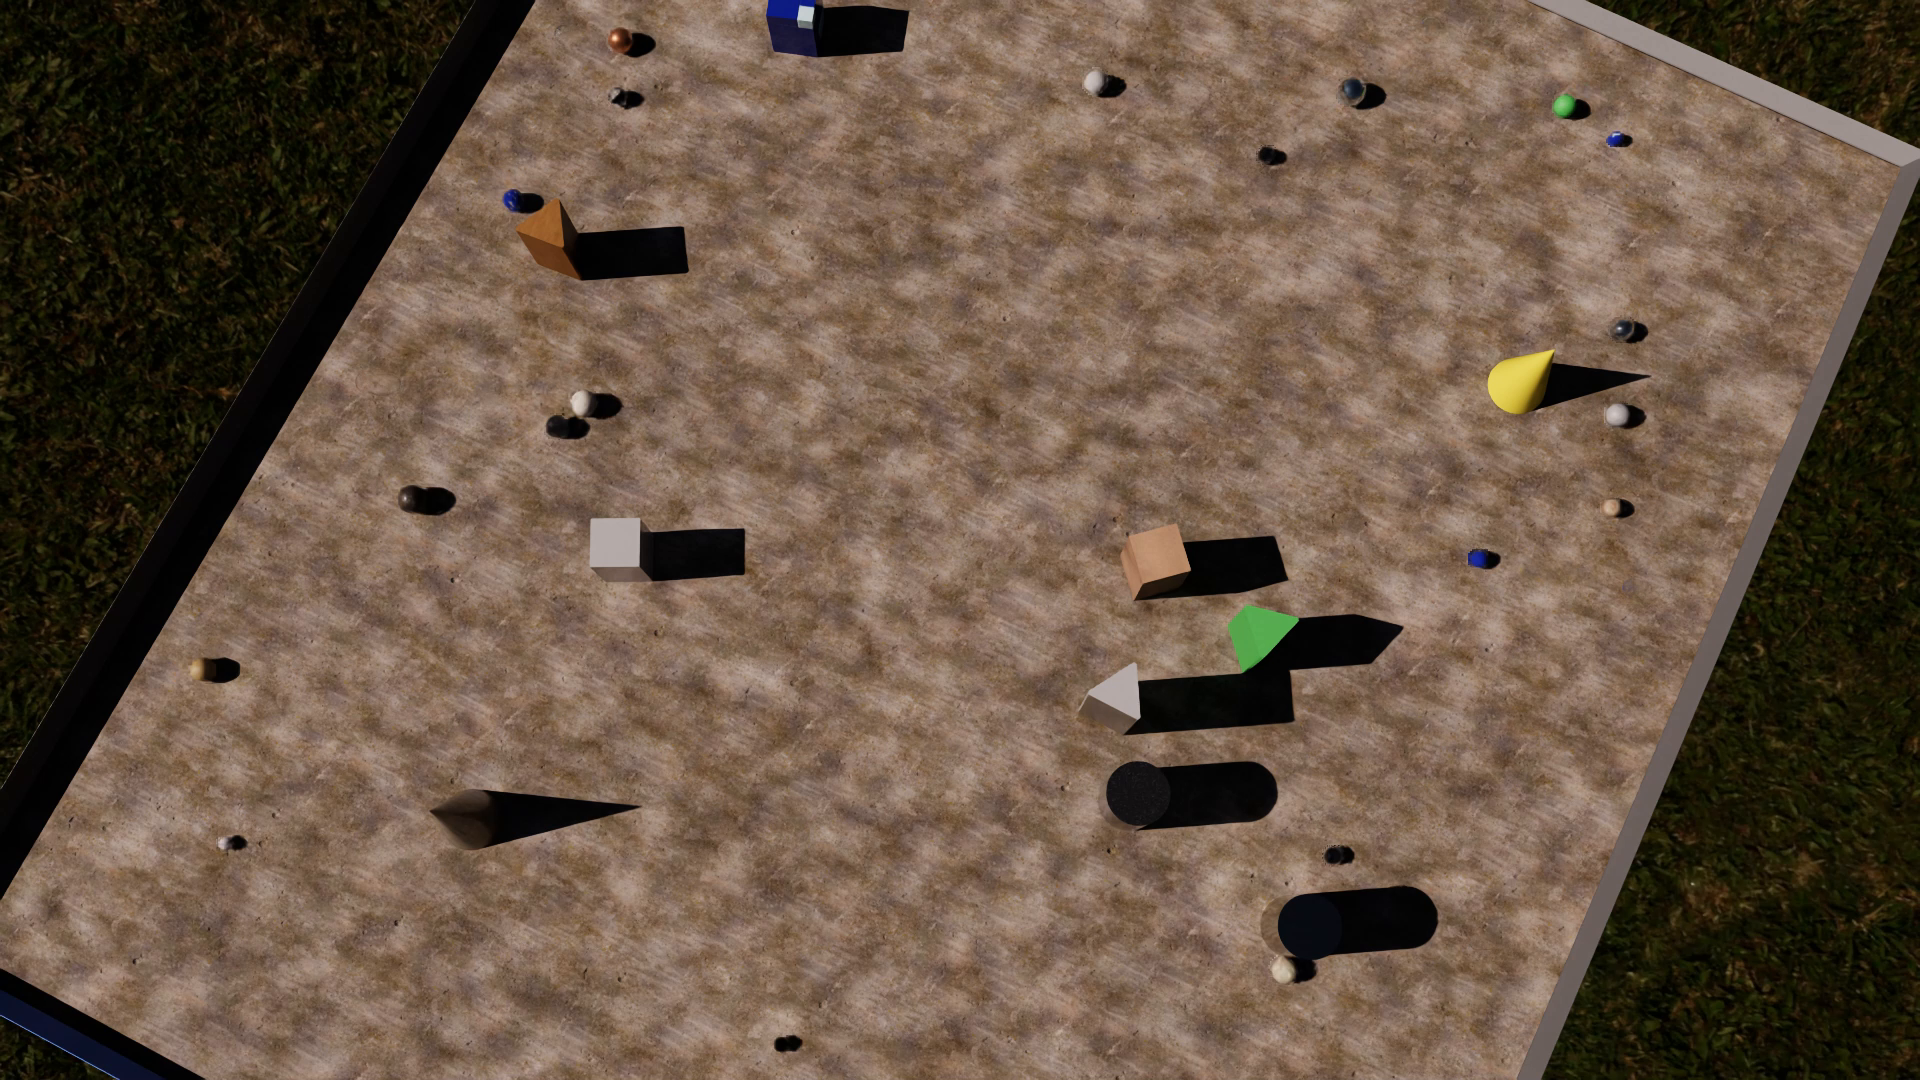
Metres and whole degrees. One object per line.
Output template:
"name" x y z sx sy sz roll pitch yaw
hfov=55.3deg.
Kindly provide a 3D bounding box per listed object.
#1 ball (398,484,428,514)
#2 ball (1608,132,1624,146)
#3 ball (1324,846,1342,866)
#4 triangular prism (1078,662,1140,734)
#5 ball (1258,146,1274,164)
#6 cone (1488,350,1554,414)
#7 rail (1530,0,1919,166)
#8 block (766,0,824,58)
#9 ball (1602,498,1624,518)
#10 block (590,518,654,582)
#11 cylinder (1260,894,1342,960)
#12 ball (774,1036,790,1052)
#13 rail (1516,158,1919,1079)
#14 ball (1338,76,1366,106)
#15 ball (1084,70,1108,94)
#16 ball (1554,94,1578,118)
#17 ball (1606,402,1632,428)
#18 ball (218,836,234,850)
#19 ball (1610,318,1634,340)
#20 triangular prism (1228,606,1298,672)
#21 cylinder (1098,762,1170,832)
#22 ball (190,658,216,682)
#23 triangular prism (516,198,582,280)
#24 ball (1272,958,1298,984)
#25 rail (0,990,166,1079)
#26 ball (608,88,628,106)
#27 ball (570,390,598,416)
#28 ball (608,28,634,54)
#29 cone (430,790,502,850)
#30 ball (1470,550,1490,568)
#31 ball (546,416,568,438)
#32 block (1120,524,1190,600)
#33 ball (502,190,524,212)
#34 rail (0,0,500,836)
"ball" -1.670 -0.124 5.596 0.091 0.091 0.091 0 78 0
"ball" 2.098 -1.284 5.858 0.046 0.046 0.046 0 78 0
"ball" 1.099 0.930 5.397 0.054 0.054 0.054 0 78 0
"triangular prism" 0.456 0.445 5.297 0.157 0.446 0.136 27 80 5
"ball" 0.977 -1.228 5.843 0.053 0.053 0.053 0 78 0
"cone" 1.737 -0.519 5.531 0.181 0.376 0.181 0 78 0
"rail" 1.091 -2.130 5.995 4.339 0.118 0.045 26 80 5
"block" -0.522 -1.669 5.837 0.145 0.243 0.145 8 78 2
"ball" 1.997 -0.099 5.606 0.059 0.059 0.059 0 78 0
"block" -1.010 0.032 5.484 0.145 0.246 0.145 -1 78 0
"cylinder" 0.972 1.104 5.234 0.181 0.301 0.181 0 78 0
"ball" -0.515 1.457 5.292 0.045 0.045 0.045 0 78 0
"rail" 1.919 0.946 5.360 0.045 0.118 4.926 26 80 5
"ball" 1.256 -1.437 5.867 0.090 0.090 0.090 0 78 0
"ball" 0.438 -1.469 5.881 0.076 0.076 0.076 0 78 0
"ball" 1.939 -1.390 5.866 0.072 0.072 0.072 0 78 0
"ball" 2.033 -0.386 5.658 0.074 0.074 0.074 0 78 0
"ball" -2.166 0.896 5.410 0.042 0.042 0.042 0 78 0
"ball" 2.067 -0.657 5.716 0.070 0.070 0.070 0 78 0
"triangular prism" 0.863 0.268 5.390 0.136 0.335 0.157 44 82 8
"cylinder" 0.501 0.744 5.303 0.181 0.313 0.181 0 78 0
"ball" -2.270 0.389 5.497 0.075 0.075 0.075 0 78 0
"triangular prism" -1.239 -0.940 5.661 0.157 0.292 0.136 21 79 4
"ball" 0.941 1.249 5.316 0.077 0.077 0.077 0 78 0
"rail" -1.091 2.143 5.112 4.339 0.118 0.045 26 80 5
"ball" -1.097 -1.421 5.880 0.060 0.060 0.060 0 78 0
"ball" -1.161 -0.423 5.661 0.083 0.083 0.083 0 78 0
"ball" -1.093 -1.611 5.908 0.081 0.081 0.081 0 78 0
"cone" -1.449 0.785 5.223 0.181 0.452 0.181 0 78 0
"ball" 1.582 0.059 5.576 0.055 0.055 0.055 0 78 0
"ball" -1.243 -0.349 5.652 0.072 0.072 0.072 0 78 0
"block" 0.579 0.068 5.451 0.145 0.295 0.145 -15 79 -3
"ball" -1.413 -1.076 5.804 0.068 0.068 0.068 0 78 0
"rail" -1.919 -0.934 5.748 0.045 0.118 4.926 26 80 5
